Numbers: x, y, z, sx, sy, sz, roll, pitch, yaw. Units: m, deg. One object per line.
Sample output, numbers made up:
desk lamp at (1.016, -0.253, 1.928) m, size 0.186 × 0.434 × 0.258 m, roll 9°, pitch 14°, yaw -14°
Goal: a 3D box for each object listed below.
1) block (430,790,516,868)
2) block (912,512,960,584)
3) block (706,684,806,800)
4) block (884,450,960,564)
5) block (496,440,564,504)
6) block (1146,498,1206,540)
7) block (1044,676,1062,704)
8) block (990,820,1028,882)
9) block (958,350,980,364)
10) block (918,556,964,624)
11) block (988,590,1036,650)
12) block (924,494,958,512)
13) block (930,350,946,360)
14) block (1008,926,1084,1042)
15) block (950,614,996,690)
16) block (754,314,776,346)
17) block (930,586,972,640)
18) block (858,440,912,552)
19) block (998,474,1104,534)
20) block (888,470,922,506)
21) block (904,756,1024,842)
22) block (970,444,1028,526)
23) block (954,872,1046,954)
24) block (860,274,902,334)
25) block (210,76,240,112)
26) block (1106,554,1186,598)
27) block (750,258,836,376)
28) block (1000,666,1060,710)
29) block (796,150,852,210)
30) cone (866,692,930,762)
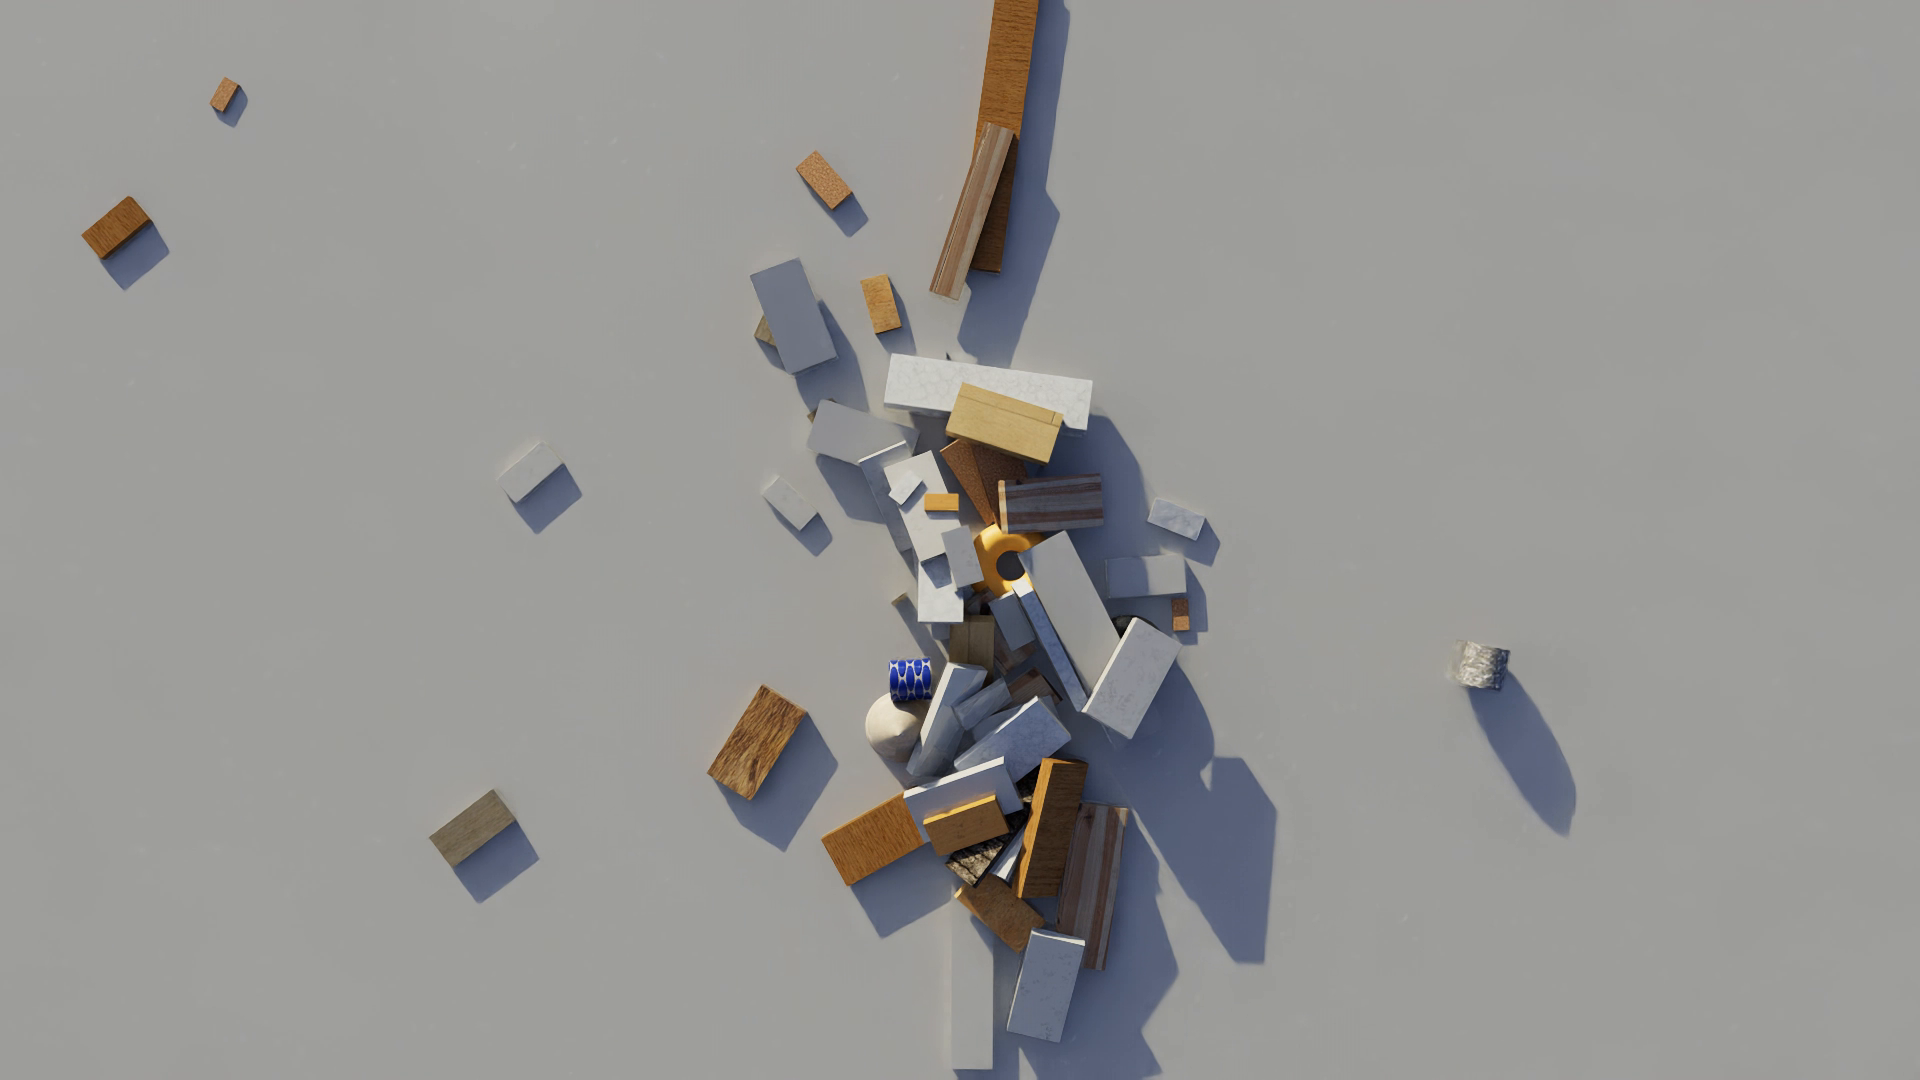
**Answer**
block at (-1.620, 0.959, 5.482) m, size 0.256 × 0.036 × 0.128 m, roll -37°, pitch 90°, yaw 0°
block at (-0.070, 0.056, 5.440) m, size 0.166 × 0.047 × 0.331 m, roll -8°, pitch 103°, yaw 0°
block at (-0.674, 0.671, 5.476) m, size 0.172 × 0.049 × 0.344 m, roll 32°, pitch 90°, yaw 0°
block at (-0.111, -0.106, 5.336) m, size 0.166 × 0.047 × 0.331 m, roll -21°, pitch 79°, yaw -4°
block at (-1.430, -0.226, 5.486) m, size 0.204 × 0.029 × 0.102 m, roll -41°, pitch 90°, yaw 0°
block at (0.720, -0.070, 5.488) m, size 0.175 × 0.025 × 0.087 m, roll 22°, pitch 90°, yaw 0°
block at (0.291, 0.507, 5.493) m, size 0.052 × 0.015 × 0.104 m, roll -39°, pitch 90°, yaw 0°
block at (0.156, 0.980, 5.413) m, size 0.125 × 0.035 × 0.250 m, roll 20°, pitch 71°, yaw 28°
block at (0.017, -0.577, 5.493) m, size 0.052 × 0.015 × 0.104 m, roll 28°, pitch 90°, yaw 0°
block at (-0.060, 0.126, 5.329) m, size 0.145 × 0.041 × 0.290 m, roll 0°, pitch 76°, yaw 1°
block at (0.170, 0.264, 5.390) m, size 0.092 × 0.026 × 0.184 m, roll -27°, pitch 113°, yaw -3°
block at (-0.060, -0.121, 5.307) m, size 0.109 × 0.015 × 0.054 m, roll 1°, pitch 78°, yaw 0°
block at (-0.070, -0.580, 5.493) m, size 0.052 × 0.015 × 0.104 m, roll -3°, pitch 90°, yaw 0°
block at (0.282, 1.467, 5.439) m, size 0.178 × 0.050 × 0.356 m, roll 13°, pitch 102°, yaw 0°
block at (0.039, 0.377, 5.404) m, size 0.145 × 0.041 × 0.290 m, roll 2°, pitch 121°, yaw 3°
block at (-0.606, -0.741, 5.487) m, size 0.091 × 0.026 × 0.183 m, roll 25°, pitch 90°, yaw 0°
block at (-0.034, 0.178, 5.424) m, size 0.145 × 0.041 × 0.290 m, roll -6°, pitch 103°, yaw 0°
block at (-0.192, -0.142, 5.439) m, size 0.166 × 0.047 × 0.331 m, roll -23°, pitch 103°, yaw 0°
block at (0.300, -0.119, 5.406) m, size 0.350 × 0.050 × 0.175 m, roll -5°, pitch 92°, yaw -23°
block at (-0.175, -0.168, 5.318) m, size 0.054 × 0.015 × 0.109 m, roll 38°, pitch 81°, yaw 8°
block at (0.012, 0.847, 5.375) m, size 0.349 × 0.049 × 0.175 m, roll -21°, pitch 106°, yaw 9°
block at (0.145, -0.209, 5.410) m, size 0.145 × 0.041 × 0.291 m, roll -19°, pitch 98°, yaw -6°
block at (0.133, 1.216, 5.443) m, size 0.283 × 0.040 × 0.141 m, roll 44°, pitch 83°, yaw -8°
block at (-0.263, -0.785, 5.487) m, size 0.091 × 0.026 × 0.183 m, roll -16°, pitch 90°, yaw 0°
block at (-2.450, -1.483, 5.493) m, size 0.053 × 0.015 × 0.105 m, roll 29°, pitch 90°, yaw 0°
block at (0.618, 0.119, 5.482) m, size 0.256 × 0.036 × 0.128 m, roll -5°, pitch 90°, yaw 0°
block at (-0.551, -0.739, 5.450) m, size 0.174 × 0.049 × 0.347 m, roll -21°, pitch 96°, yaw -5°
block at (0.179, 0.559, 5.471) m, size 0.280 × 0.040 × 0.140 m, roll -36°, pitch 90°, yaw 4°
block at (-0.452, -1.197, 5.487) m, size 0.091 × 0.026 × 0.183 m, roll -41°, pitch 90°, yaw 0°
cone at (-0.196, 0.623, 5.380) m, size 0.239 × 0.239 × 0.239 m, roll 0°, pitch 90°, yaw 0°
